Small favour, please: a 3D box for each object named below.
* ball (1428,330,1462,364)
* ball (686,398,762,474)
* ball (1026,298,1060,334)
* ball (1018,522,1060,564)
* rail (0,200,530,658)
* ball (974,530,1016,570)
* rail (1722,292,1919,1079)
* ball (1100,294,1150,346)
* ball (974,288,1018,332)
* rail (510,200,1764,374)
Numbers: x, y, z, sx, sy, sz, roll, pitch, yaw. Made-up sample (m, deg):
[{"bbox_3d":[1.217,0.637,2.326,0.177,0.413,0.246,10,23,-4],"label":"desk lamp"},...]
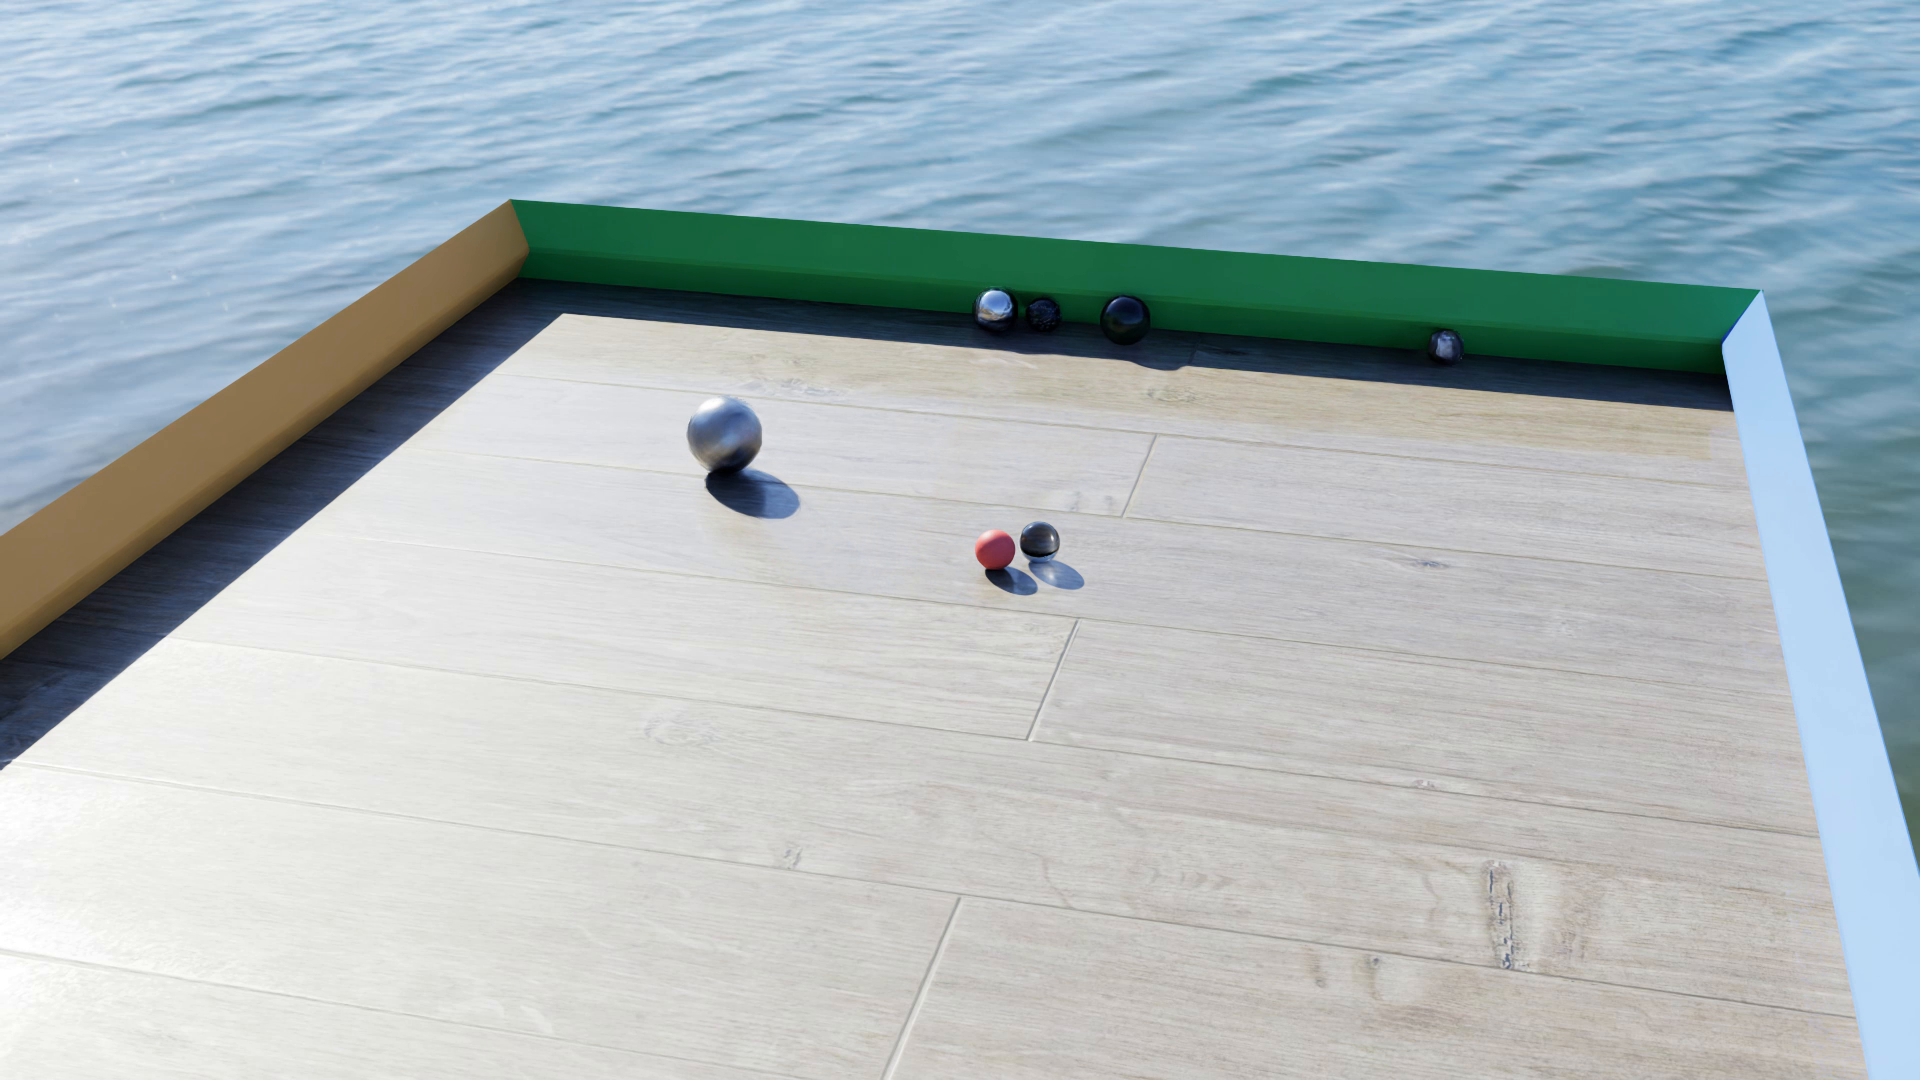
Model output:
[{"bbox_3d":[0.629,-0.250,2.855,0.044,0.044,0.044,0,25,0],"label":"ball"},{"bbox_3d":[-0.271,-0.120,2.527,0.088,0.088,0.088,0,25,0],"label":"ball"},{"bbox_3d":[0.112,-0.303,2.965,0.048,0.048,0.048,0,25,0],"label":"ball"},{"bbox_3d":[0.083,0.003,2.317,0.045,0.045,0.045,0,25,0],"label":"ball"},{"bbox_3d":[-0.991,0.211,1.787,0.045,0.115,3.125,6,26,12],"label":"rail"},{"bbox_3d":[0.037,0.010,2.303,0.043,0.043,0.043,0,25,0],"label":"ball"},{"bbox_3d":[0.621,0.378,1.431,0.045,0.115,3.125,6,26,12],"label":"rail"},{"bbox_3d":[0.220,-0.292,2.919,0.067,0.067,0.067,0,25,0],"label":"ball"},{"bbox_3d":[0.049,-0.310,2.965,0.060,0.060,0.060,0,25,0],"label":"ball"},{"bbox_3d":[0.179,-0.340,2.963,1.707,0.115,0.045,6,26,12],"label":"rail"}]
